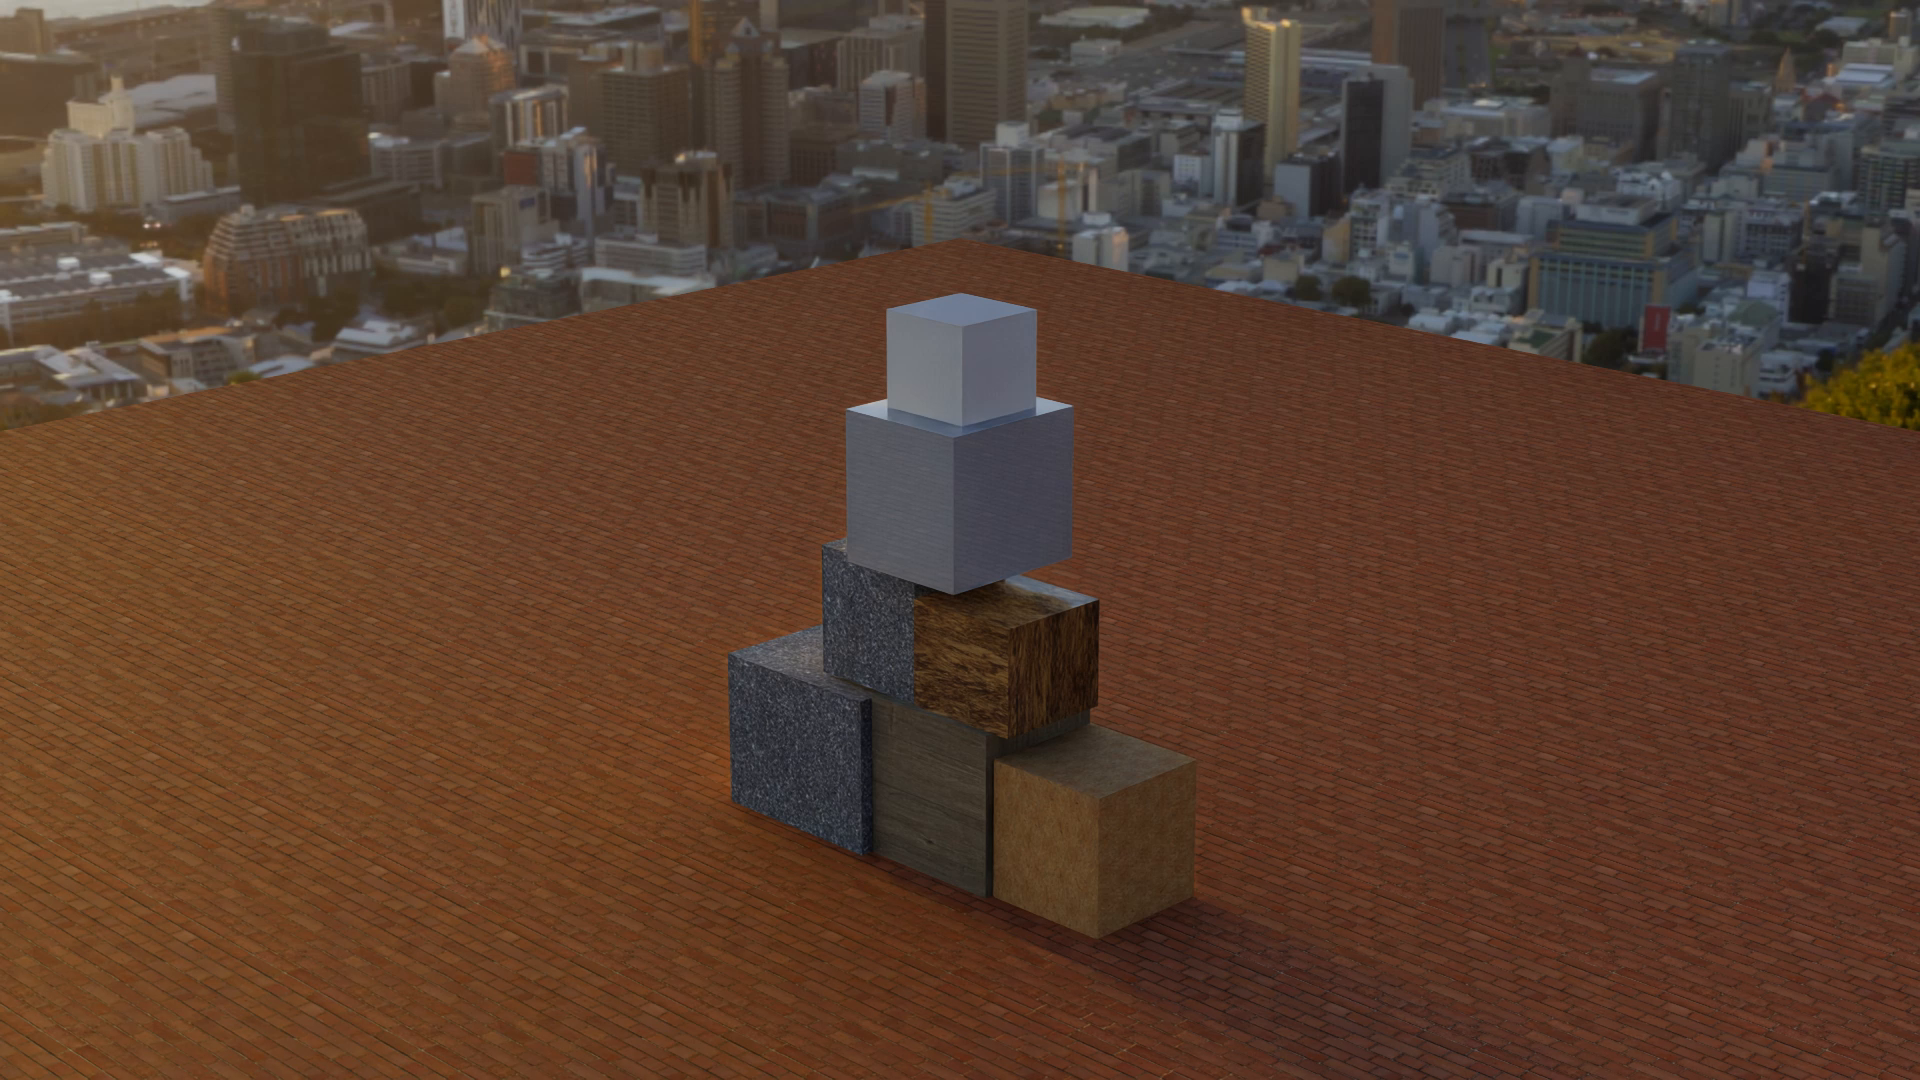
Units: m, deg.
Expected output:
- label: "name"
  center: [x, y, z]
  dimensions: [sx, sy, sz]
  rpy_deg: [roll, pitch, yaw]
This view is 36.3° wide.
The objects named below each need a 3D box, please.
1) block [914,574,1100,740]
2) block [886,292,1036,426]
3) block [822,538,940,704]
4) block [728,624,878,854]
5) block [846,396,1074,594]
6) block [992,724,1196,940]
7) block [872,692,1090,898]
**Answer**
- label: "block"
  center: [0.210, 0.510, 13.255]
  dimensions: [0.588, 0.512, 0.593]
  rpy_deg: [-17, 24, -42]
- label: "block"
  center: [0.008, -0.811, 13.095]
  dimensions: [0.468, 0.449, 0.477]
  rpy_deg: [-17, 24, -42]
- label: "block"
  center: [-0.215, 0.323, 13.664]
  dimensions: [0.586, 0.624, 0.619]
  rpy_deg: [-17, 24, -42]
- label: "block"
  center: [-0.497, 0.921, 14.141]
  dimensions: [0.816, 0.763, 0.929]
  rpy_deg: [-17, 24, -42]
- label: "block"
  center: [0.000, -0.253, 13.262]
  dimensions: [0.764, 0.716, 0.685]
  rpy_deg: [-17, 24, -42]
- label: "block"
  center: [0.601, 1.292, 13.129]
  dimensions: [0.644, 0.662, 0.636]
  rpy_deg: [-17, 24, -42]
- label: "block"
  center: [0.096, 1.091, 13.568]
  dimensions: [0.683, 0.783, 0.736]
  rpy_deg: [-17, 24, -42]
